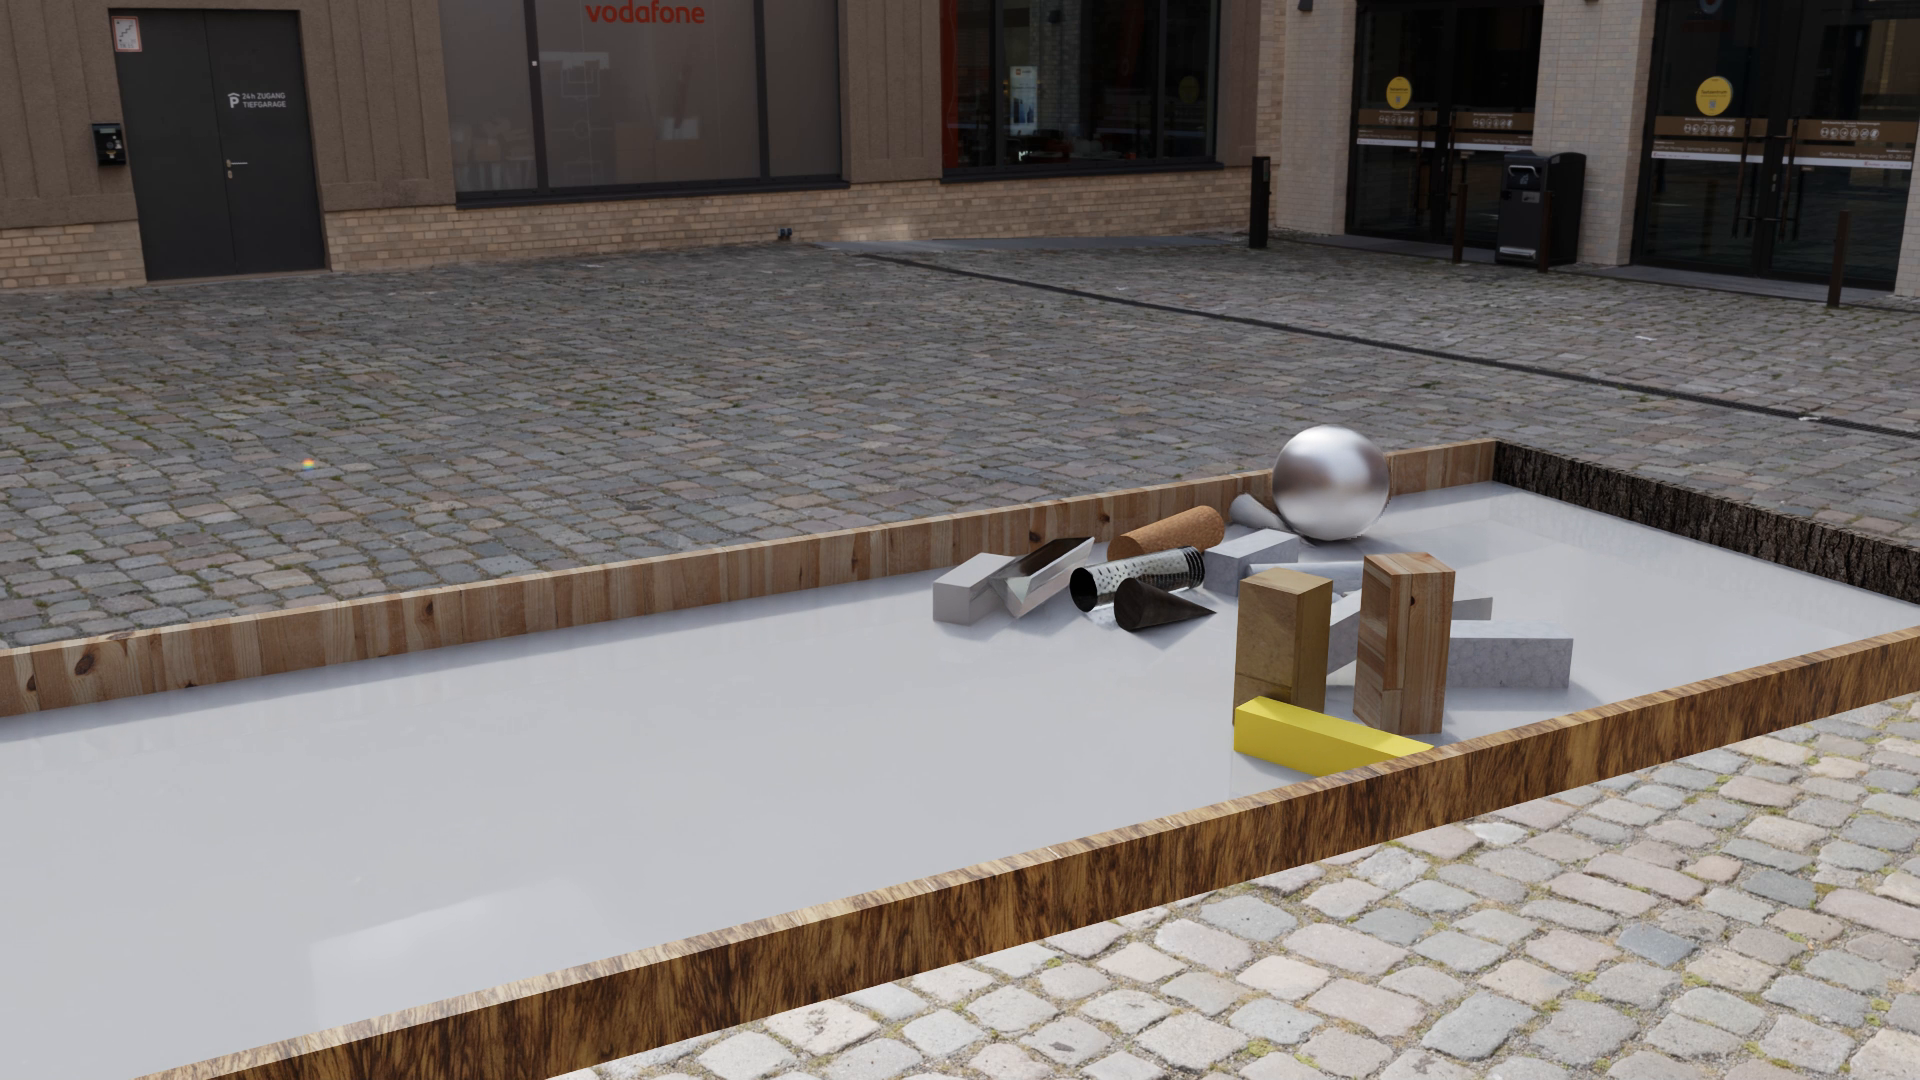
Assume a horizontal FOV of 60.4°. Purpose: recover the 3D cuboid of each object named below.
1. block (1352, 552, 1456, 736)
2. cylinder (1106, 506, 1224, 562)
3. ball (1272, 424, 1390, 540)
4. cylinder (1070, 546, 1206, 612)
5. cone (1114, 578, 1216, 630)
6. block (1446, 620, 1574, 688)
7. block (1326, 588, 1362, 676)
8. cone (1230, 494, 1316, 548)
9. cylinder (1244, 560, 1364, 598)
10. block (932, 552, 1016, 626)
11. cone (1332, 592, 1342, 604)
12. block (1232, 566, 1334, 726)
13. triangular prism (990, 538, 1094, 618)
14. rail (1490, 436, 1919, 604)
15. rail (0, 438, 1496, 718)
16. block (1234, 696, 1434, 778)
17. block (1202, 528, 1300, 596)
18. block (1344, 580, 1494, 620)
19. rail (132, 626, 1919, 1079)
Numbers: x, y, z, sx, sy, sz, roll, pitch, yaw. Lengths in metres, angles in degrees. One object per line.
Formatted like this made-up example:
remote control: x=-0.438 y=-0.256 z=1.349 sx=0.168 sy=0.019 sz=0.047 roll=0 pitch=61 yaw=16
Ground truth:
block: x=1.030 y=0.242 z=3.836 sx=0.154 sy=0.393 sz=0.154 roll=-3 pitch=17 yaw=-9
cylinder: x=0.638 y=0.007 z=5.082 sx=0.140 sy=0.140 sz=0.446 roll=13 pitch=21 yaw=38
ball: x=1.196 y=-0.186 z=5.325 sx=0.374 sy=0.374 sz=0.374 roll=0 pitch=16 yaw=0
cylinder: x=0.514 y=0.110 z=4.755 sx=0.398 sy=0.128 sz=0.128 roll=-11 pitch=19 yaw=-32
cone: x=0.594 y=0.190 z=4.584 sx=0.306 sy=0.144 sz=0.144 roll=7 pitch=12 yaw=-28
block: x=1.312 y=0.286 z=4.149 sx=0.403 sy=0.132 sz=0.132 roll=0 pitch=16 yaw=1
block: x=0.929 y=0.242 z=4.104 sx=0.353 sy=0.112 sz=0.112 roll=-26 pitch=16 yaw=-13
cone: x=1.042 y=-0.040 z=5.399 sx=0.103 sy=0.103 sz=0.373 roll=-10 pitch=27 yaw=-31
cylinder: x=1.008 y=0.118 z=4.768 sx=0.352 sy=0.105 sz=0.105 roll=-2 pitch=16 yaw=-5
block: x=0.044 y=0.137 z=4.688 sx=0.113 sy=0.113 sz=0.312 roll=8 pitch=18 yaw=25
cone: x=1.071 y=0.203 z=4.546 sx=0.409 sy=0.136 sz=0.136 roll=19 pitch=23 yaw=25
block: x=0.748 y=0.263 z=3.829 sx=0.153 sy=0.355 sz=0.153 roll=15 pitch=21 yaw=41
triangular prism: x=0.260 y=0.079 z=4.773 sx=0.116 sy=0.134 sz=0.444 roll=-39 pitch=-6 yaw=31
rail: x=2.466 y=-0.048 z=5.253 sx=0.050 sy=0.150 sz=2.100 roll=-9 pitch=18 yaw=-27
rail: x=-3.305 y=0.497 z=3.399 sx=12.000 sy=0.150 sz=0.050 roll=-9 pitch=18 yaw=-27
block: x=0.813 y=0.457 z=3.620 sx=0.430 sy=0.102 sz=0.102 roll=14 pitch=21 yaw=40
block: x=0.871 y=0.065 z=4.924 sx=0.118 sy=0.118 sz=0.321 roll=15 pitch=22 yaw=42
block: x=1.200 y=0.217 z=4.345 sx=0.352 sy=0.153 sz=0.153 roll=-5 pitch=17 yaw=-17
rail: x=-2.336 y=1.006 z=1.665 sx=12.000 sy=0.150 sz=0.050 roll=-9 pitch=18 yaw=-27
